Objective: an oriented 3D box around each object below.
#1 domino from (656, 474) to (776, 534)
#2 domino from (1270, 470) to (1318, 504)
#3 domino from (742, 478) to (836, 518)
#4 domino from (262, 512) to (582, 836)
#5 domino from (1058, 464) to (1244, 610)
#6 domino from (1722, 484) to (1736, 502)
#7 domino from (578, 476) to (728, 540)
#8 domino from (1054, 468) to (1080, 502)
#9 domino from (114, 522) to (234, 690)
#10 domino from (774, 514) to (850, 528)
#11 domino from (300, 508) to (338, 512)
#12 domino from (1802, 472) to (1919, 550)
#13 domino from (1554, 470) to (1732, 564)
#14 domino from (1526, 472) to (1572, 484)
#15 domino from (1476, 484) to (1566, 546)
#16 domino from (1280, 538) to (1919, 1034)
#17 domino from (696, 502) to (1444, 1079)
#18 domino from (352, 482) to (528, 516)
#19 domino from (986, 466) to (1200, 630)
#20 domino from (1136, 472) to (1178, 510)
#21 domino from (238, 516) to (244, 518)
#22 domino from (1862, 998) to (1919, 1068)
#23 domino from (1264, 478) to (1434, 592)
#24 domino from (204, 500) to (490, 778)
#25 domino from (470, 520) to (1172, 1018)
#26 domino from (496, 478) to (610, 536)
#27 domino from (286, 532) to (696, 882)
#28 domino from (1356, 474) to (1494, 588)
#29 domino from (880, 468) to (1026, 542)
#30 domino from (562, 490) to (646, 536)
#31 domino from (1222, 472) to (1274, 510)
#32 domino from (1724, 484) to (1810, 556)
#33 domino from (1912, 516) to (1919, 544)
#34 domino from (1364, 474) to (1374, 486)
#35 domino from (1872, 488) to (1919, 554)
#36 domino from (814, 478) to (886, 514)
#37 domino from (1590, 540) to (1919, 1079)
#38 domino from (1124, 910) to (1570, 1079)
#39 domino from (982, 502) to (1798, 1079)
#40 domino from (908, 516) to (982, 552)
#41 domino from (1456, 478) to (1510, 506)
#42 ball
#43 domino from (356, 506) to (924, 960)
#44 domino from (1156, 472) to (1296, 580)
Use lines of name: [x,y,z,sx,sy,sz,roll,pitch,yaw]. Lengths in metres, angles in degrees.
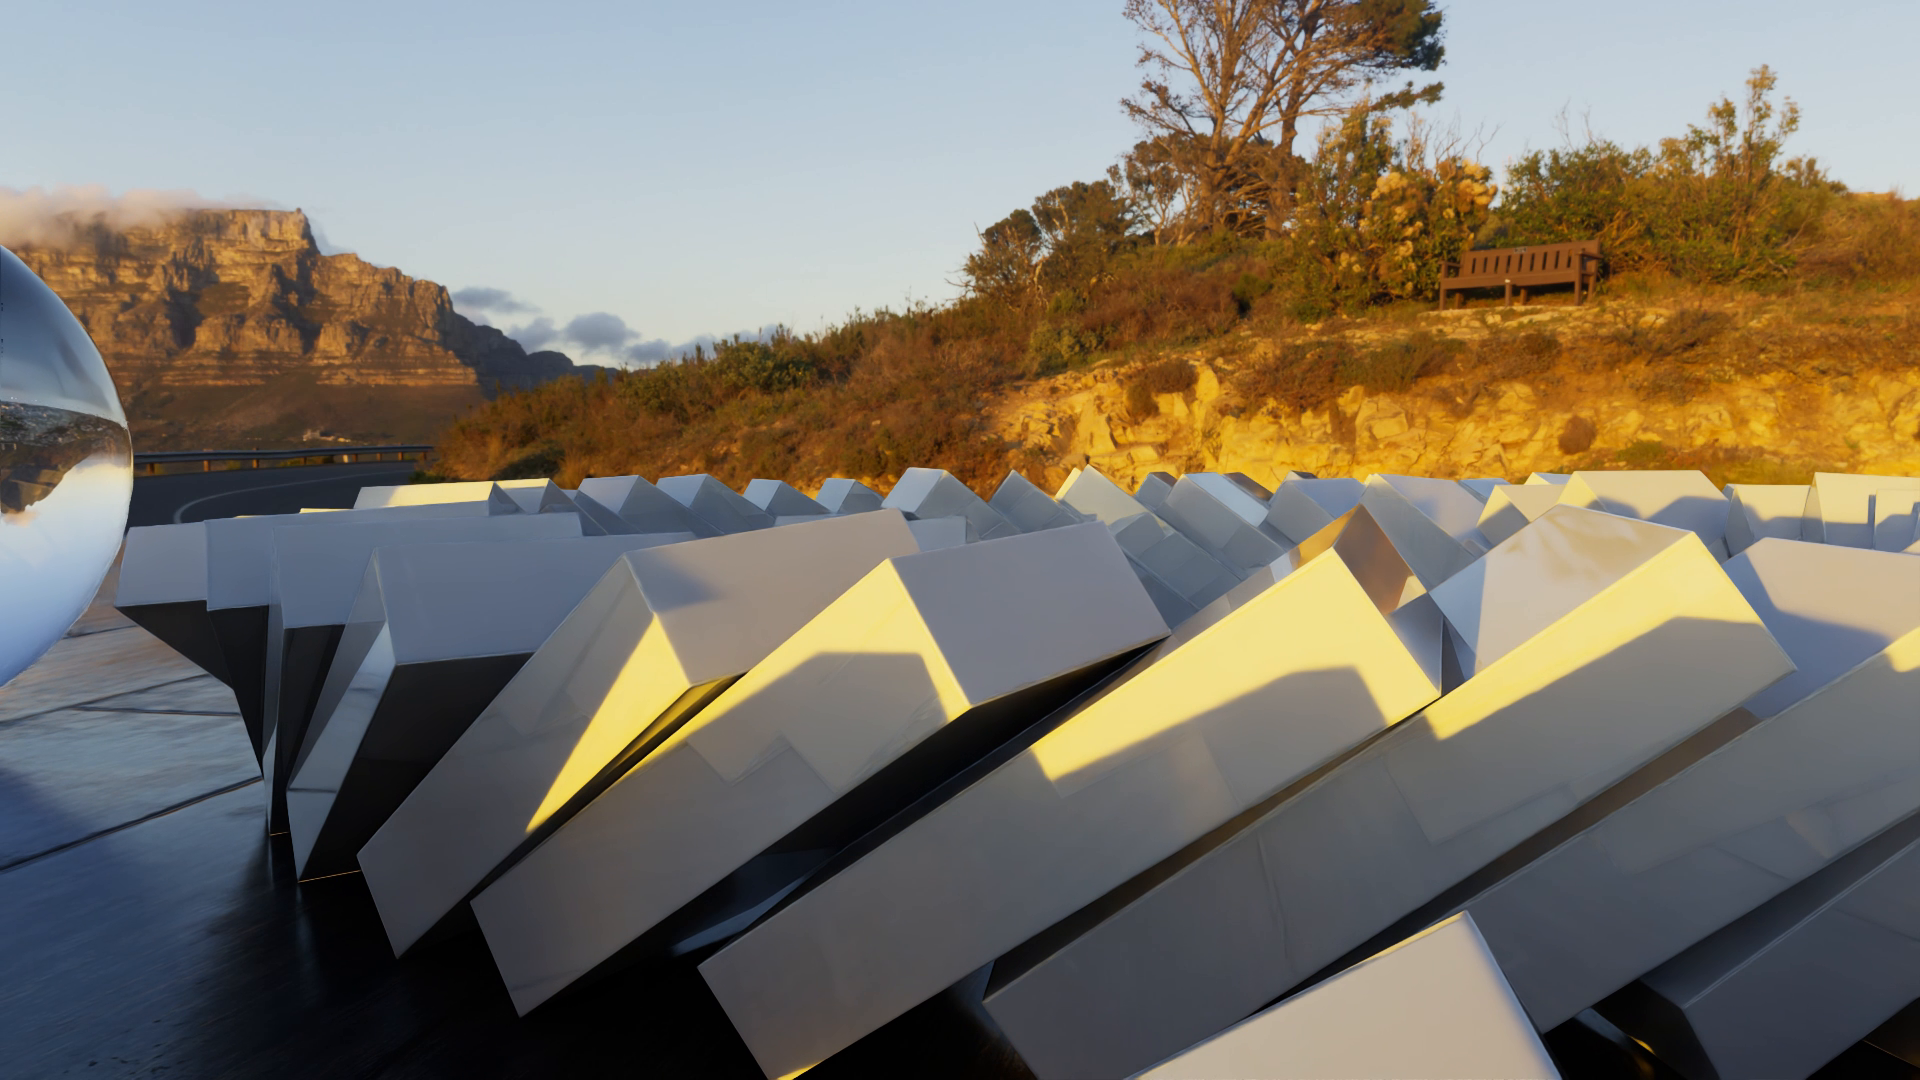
domino: [-0.045,0.003,0.292,0.050,0.010,0.025,35,-20,-31]
domino: [0.104,0.000,0.322,0.050,0.010,0.025,37,17,21]
domino: [-0.028,0.002,0.307,0.050,0.009,0.025,32,-10,-23]
domino: [-0.055,0.015,0.129,0.025,0.009,0.050,-4,-28,-32]
domino: [0.044,0.004,0.258,0.050,0.010,0.025,38,8,9]
domino: [0.181,0.006,0.260,0.025,0.010,0.050,1,34,-22]
domino: [-0.058,0.003,0.279,0.025,0.009,0.050,1,-30,49]
domino: [0.048,-0.001,0.334,0.050,0.010,0.025,34,6,5]
domino: [-0.078,0.013,0.161,0.025,0.009,0.050,-5,-26,-4]
domino: [-0.007,0.010,0.223,0.050,0.010,0.025,29,-19,-37]
domino: [-0.081,0.011,0.206,0.025,0.010,0.050,1,-25,10]
domino: [0.126,0.011,0.165,0.025,0.010,0.050,5,42,23]
domino: [0.119,0.008,0.203,0.025,0.010,0.050,-1,42,-13]
domino: [0.154,0.002,0.293,0.025,0.010,0.050,0,35,-41]
domino: [0.114,0.009,0.220,0.025,0.010,0.050,-1,37,-15]
domino: [0.044,0.018,0.089,0.050,0.010,0.025,-33,3,4]
domino: [0.008,0.017,0.088,0.050,0.010,0.025,-37,-7,21]
domino: [-0.079,0.007,0.223,0.025,0.010,0.050,-2,-30,16]
domino: [0.027,0.005,0.255,0.050,0.010,0.025,37,4,-1]
domino: [0.069,0.000,0.332,0.050,0.009,0.025,35,13,13]
domino: [-0.080,0.012,0.184,0.025,0.009,0.050,0,-26,-1]
domino: [0.081,0.018,0.100,0.050,0.009,0.025,-34,11,-10]
domino: [0.086,0.006,0.250,0.025,0.010,0.050,-4,39,-43]
domino: [-0.066,0.013,0.143,0.025,0.010,0.050,-6,-27,-25]
domino: [-0.011,0.017,0.093,0.050,0.010,0.025,-39,-16,32]
domino: [-0.075,0.006,0.240,0.025,0.010,0.050,-2,-30,19]
domino: [-0.043,0.016,0.116,0.025,0.010,0.050,-3,-28,-37]
domino: [0.100,0.006,0.240,0.025,0.009,0.050,2,35,-35]
domino: [0.010,0.005,0.243,0.050,0.010,0.025,38,-7,-16]
domino: [-0.068,0.006,0.265,0.025,0.010,0.050,4,-25,42]
domino: [0.088,0.000,0.328,0.050,0.010,0.025,36,16,16]
domino: [0.128,0.011,0.182,0.025,0.009,0.050,1,39,17]
domino: [0.110,0.015,0.130,0.025,0.009,0.050,4,41,43]
domino: [0.122,0.001,0.314,0.050,0.010,0.025,39,22,26]
domino: [0.119,0.013,0.146,0.025,0.010,0.050,3,41,35]
domino: [-0.011,0.002,0.316,0.050,0.009,0.025,32,-8,-20]
domino: [0.066,0.017,0.093,0.050,0.010,0.025,-33,11,-4]
domino: [-0.012,0.024,0.015,0.050,0.010,0.025,-31,-2,11]
domino: [0.026,0.017,0.088,0.050,0.009,0.025,-37,-1,11]
domino: [-0.005,0.012,0.192,0.025,0.009,0.050,-5,-23,13]
domino: [0.142,0.003,0.304,0.025,0.009,0.050,-4,37,-45]
ball: [-0.159,-0.010,0.173,0.080,0.080,0.080,0,4,0]
domino: [-0.026,0.016,0.102,0.025,0.010,0.050,-11,-23,-49]
domino: [0.065,0.005,0.255,0.050,0.010,0.025,39,19,18]
